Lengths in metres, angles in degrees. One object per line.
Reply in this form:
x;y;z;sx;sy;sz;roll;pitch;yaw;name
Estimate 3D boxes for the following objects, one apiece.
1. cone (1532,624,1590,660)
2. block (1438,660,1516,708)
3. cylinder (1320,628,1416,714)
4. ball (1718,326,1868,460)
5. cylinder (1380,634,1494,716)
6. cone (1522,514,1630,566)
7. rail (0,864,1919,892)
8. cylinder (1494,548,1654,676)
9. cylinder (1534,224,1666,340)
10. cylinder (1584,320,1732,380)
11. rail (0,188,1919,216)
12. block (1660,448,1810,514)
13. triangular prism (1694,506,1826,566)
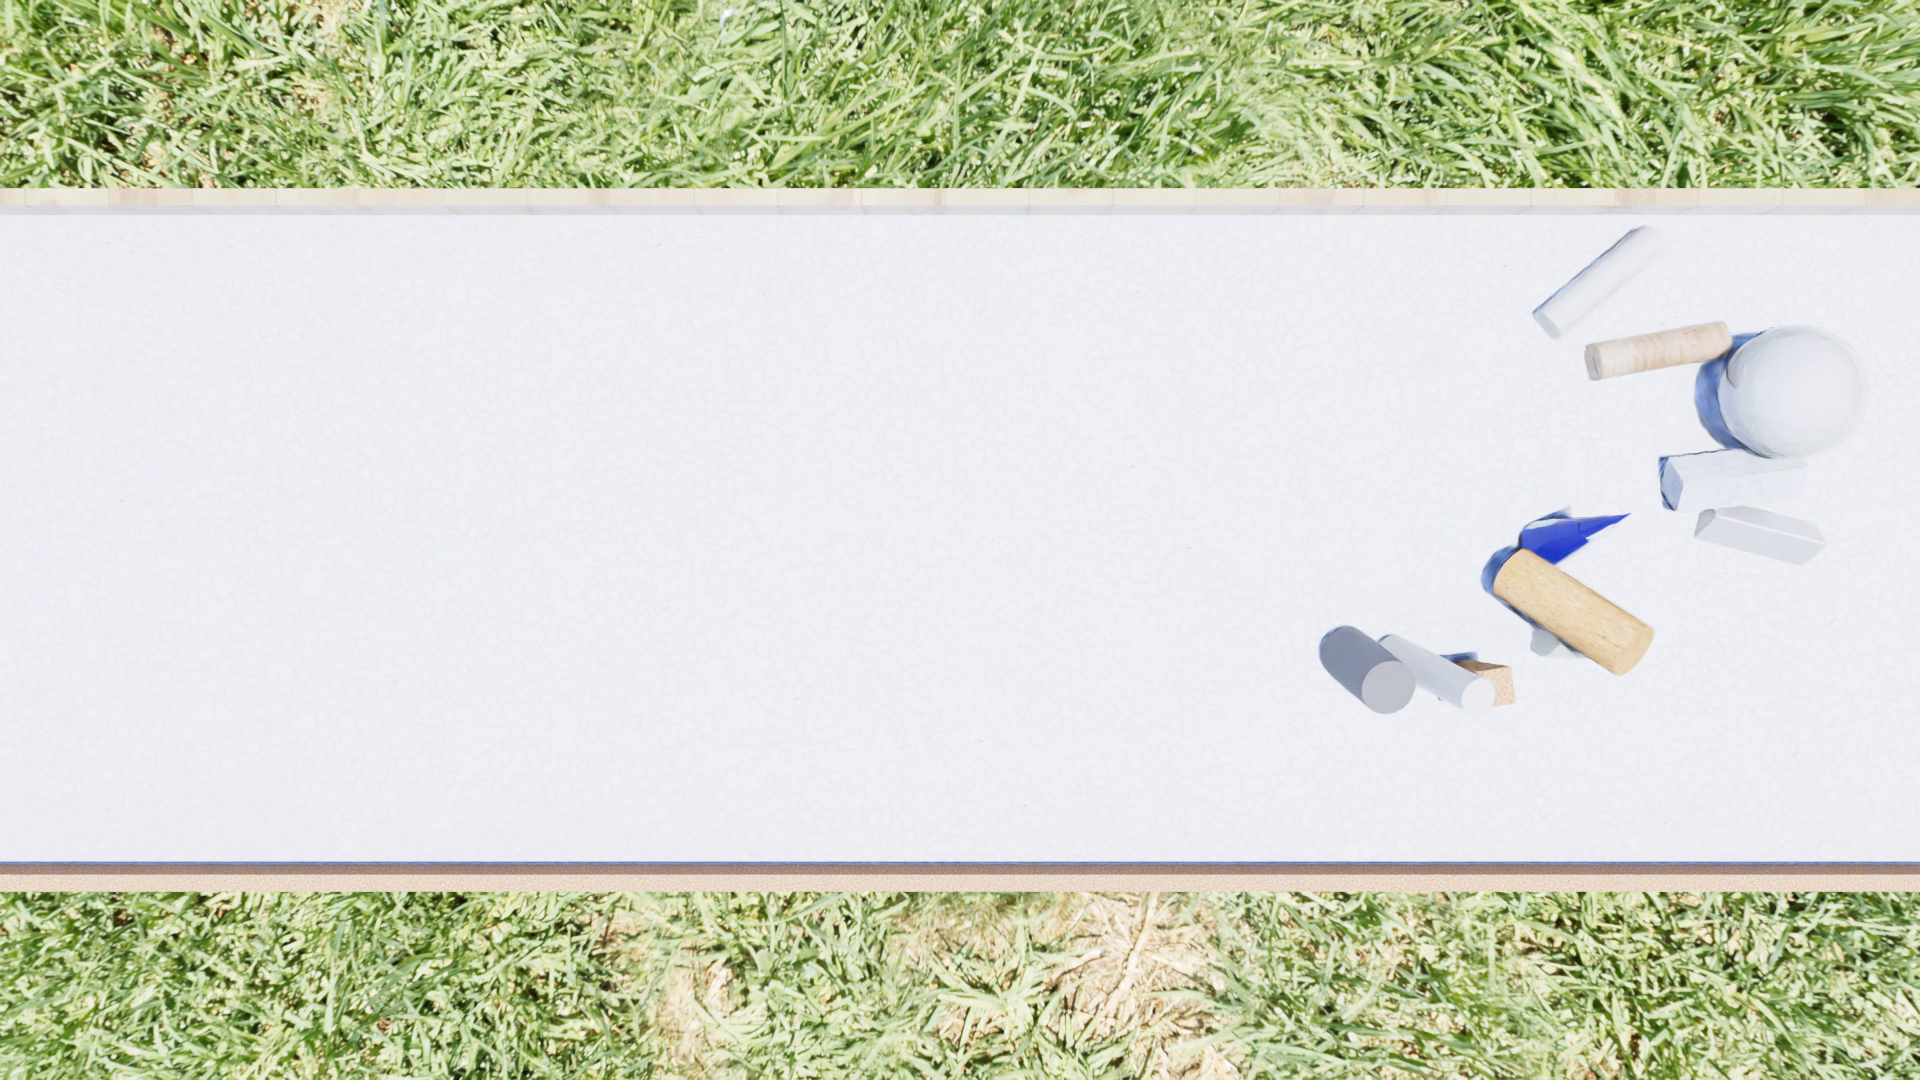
1.938;0.326;5.038;0.333;0.158;0.158;17;90;-13;cone
1.528;0.428;4.911;0.108;0.322;0.108;-8;90;-6;block
1.209;0.385;4.902;0.165;0.314;0.165;-2;105;-9;cylinder
2.452;-0.433;4.863;0.393;0.393;0.393;0;90;0;ball
1.393;0.393;4.854;0.109;0.437;0.109;-5;105;-18;cylinder
1.837;-0.031;4.837;0.154;0.454;0.154;2;78;-12;cone
-2.247;1.025;5.001;12.000;0.150;0.050;0;90;0;rail
1.799;0.210;4.852;0.169;0.169;0.436;-49;52;0;cylinder
1.950;-0.786;5.023;0.417;0.107;0.107;-40;90;0;cylinder
2.123;-0.576;5.019;0.401;0.114;0.114;-10;90;0;cylinder
-2.247;-1.025;5.002;12.000;0.150;0.050;0;90;0;rail
2.342;-0.188;4.992;0.376;0.120;0.120;-7;132;0;block
2.440;-0.029;5.014;0.344;0.117;0.136;14;90;0;triangular prism
